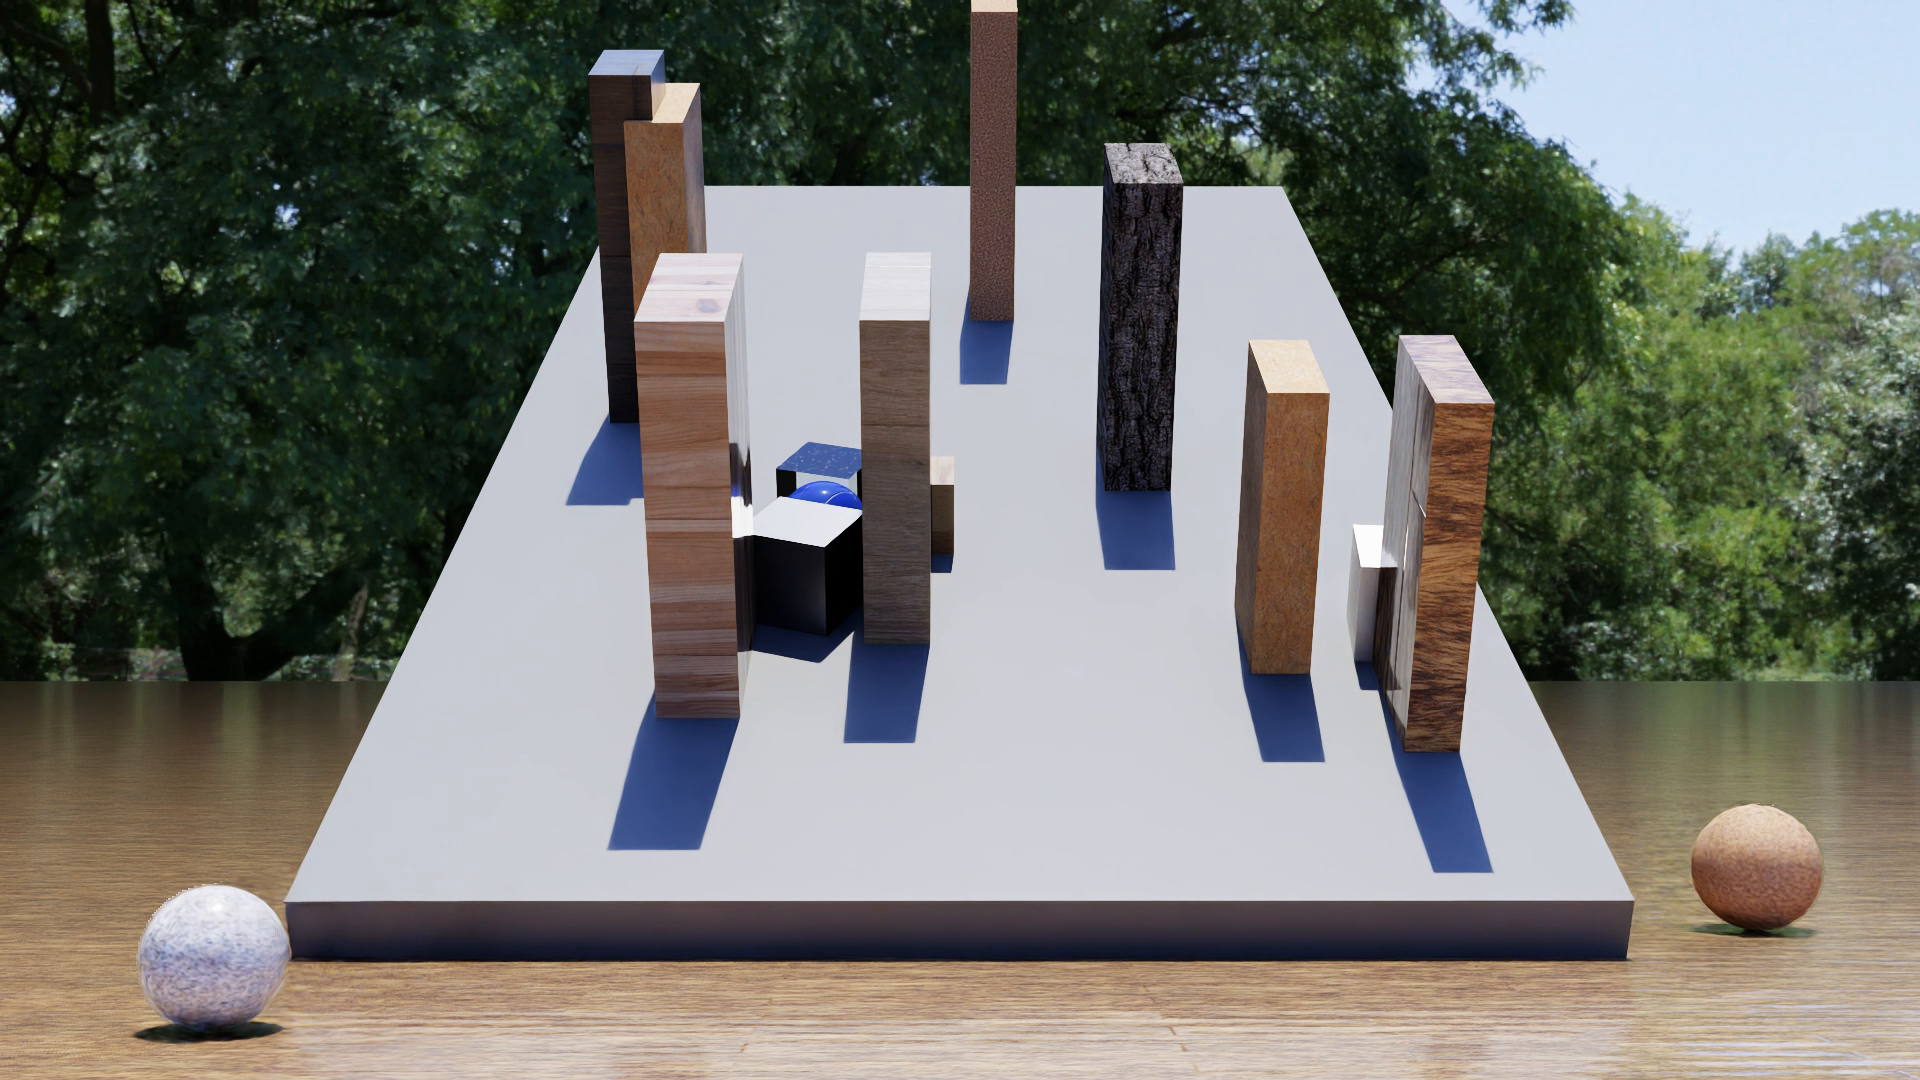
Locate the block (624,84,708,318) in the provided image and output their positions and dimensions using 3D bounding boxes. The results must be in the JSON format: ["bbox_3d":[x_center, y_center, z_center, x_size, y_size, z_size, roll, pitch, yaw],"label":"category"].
[{"bbox_3d":[-0.655,-0.648,5.260,0.125,0.692,0.375,0,24,0],"label":"block"}]

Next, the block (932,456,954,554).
[{"bbox_3d":[-0.086,-0.070,4.626,0.149,0.149,0.149,0,24,0],"label":"block"}]

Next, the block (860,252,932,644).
[{"bbox_3d":[-0.114,-0.174,4.281,0.120,0.617,0.398,0,24,0],"label":"block"}]

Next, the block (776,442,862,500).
[{"bbox_3d":[-0.263,-0.087,4.655,0.156,0.156,0.156,9,25,19],"label":"block"}]

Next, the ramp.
[{"bbox_3d":[-0.008,-0.228,5.291,2.000,0.100,4.000,0,24,0],"label":"ramp"}]

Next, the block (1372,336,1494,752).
[{"bbox_3d":[0.783,0.004,3.881,0.091,0.618,0.325,0,24,0],"label":"block"}]

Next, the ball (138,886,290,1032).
[{"bbox_3d":[-0.889,0.498,2.770,0.172,0.172,0.172,0,-3,0],"label":"ball"}]

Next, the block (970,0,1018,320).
[{"bbox_3d":[0.082,-0.977,5.898,0.110,0.782,0.306,0,24,0],"label":"block"}]

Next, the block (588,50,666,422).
[{"bbox_3d":[-0.724,-0.676,5.202,0.132,0.789,0.251,0,24,0],"label":"block"}]

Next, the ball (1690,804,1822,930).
[{"bbox_3d":[1.322,0.543,3.858,0.208,0.208,0.208,0,-3,0],"label":"ball"}]

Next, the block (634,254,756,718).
[{"bbox_3d":[-0.446,-0.096,3.988,0.143,0.710,0.368,0,24,0],"label":"block"}]

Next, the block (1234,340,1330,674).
[{"bbox_3d":[0.569,-0.061,4.136,0.105,0.529,0.274,0,24,0],"label":"block"}]

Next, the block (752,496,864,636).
[{"bbox_3d":[-0.292,0.047,4.320,0.180,0.180,0.180,10,26,21],"label":"block"}]

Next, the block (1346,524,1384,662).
[{"bbox_3d":[0.806,0.098,4.204,0.186,0.186,0.186,2,24,4],"label":"block"}]

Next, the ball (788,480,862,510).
[{"bbox_3d":[-0.264,-0.025,4.488,0.178,0.178,0.178,0,-3,0],"label":"ball"}]

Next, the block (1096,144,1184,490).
[{"bbox_3d":[0.374,-0.471,4.900,0.139,0.663,0.320,0,24,0],"label":"block"}]
